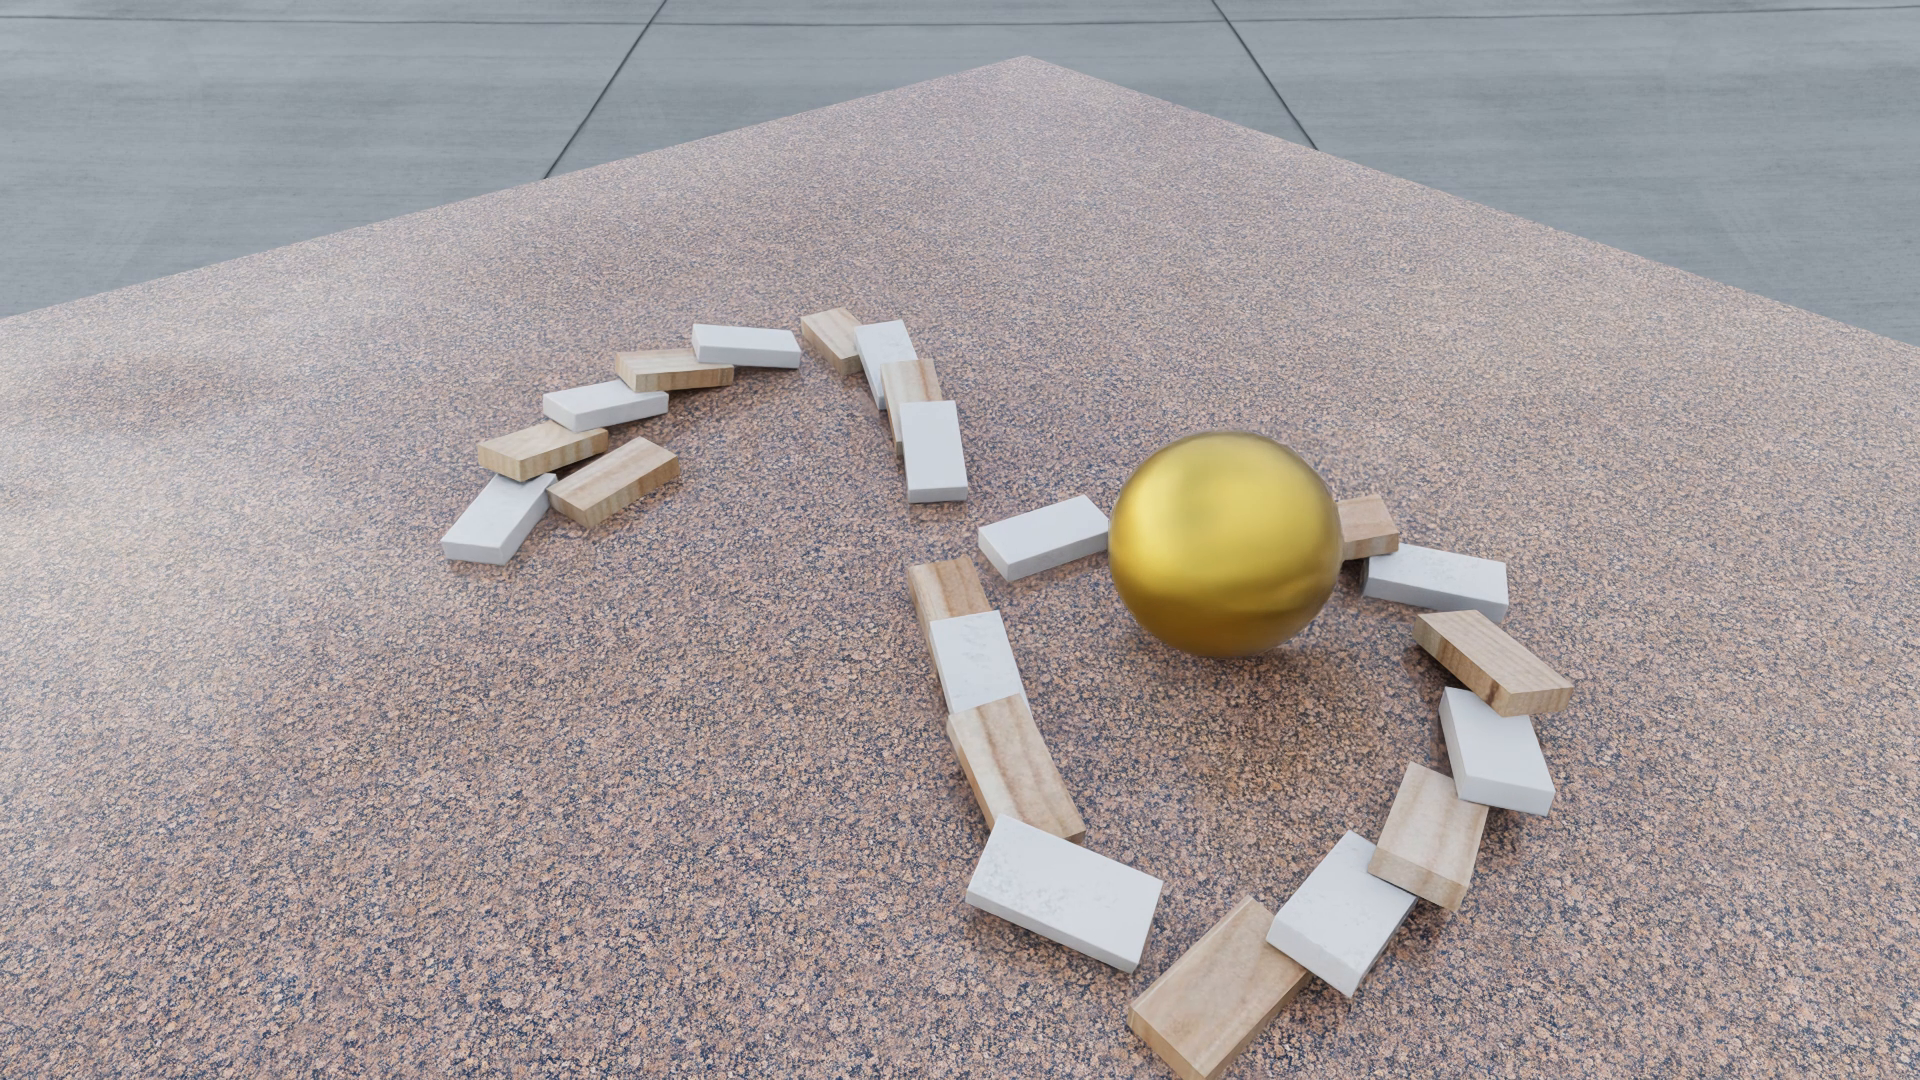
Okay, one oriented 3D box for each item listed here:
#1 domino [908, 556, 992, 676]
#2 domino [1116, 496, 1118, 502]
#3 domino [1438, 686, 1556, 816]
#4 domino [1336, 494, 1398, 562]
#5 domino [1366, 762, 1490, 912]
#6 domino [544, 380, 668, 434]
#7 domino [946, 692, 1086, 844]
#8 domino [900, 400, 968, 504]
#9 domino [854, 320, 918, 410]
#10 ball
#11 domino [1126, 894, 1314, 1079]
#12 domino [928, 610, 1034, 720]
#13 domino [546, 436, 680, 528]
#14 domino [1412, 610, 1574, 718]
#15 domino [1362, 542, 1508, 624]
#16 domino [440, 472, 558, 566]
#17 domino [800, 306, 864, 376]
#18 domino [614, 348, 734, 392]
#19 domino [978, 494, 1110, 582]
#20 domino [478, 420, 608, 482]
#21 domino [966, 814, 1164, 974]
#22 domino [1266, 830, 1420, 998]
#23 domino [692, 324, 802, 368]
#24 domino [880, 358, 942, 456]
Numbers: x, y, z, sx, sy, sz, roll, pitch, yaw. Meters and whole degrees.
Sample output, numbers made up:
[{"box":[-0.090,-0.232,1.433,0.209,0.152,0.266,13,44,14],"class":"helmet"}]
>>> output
[{"box":[-0.002,0.027,0.410,0.025,0.010,0.050,-9,40,-11],"class":"domino"},{"box":[0.090,-0.012,0.440,0.050,0.010,0.025,-15,39,4],"class":"domino"},{"box":[0.171,0.067,0.353,0.025,0.009,0.050,10,27,12],"class":"domino"},{"box":[0.145,-0.002,0.437,0.050,0.009,0.025,-11,38,9],"class":"domino"},{"box":[0.141,0.087,0.328,0.025,0.010,0.050,22,30,24],"class":"domino"},{"box":[-0.164,-0.063,0.511,0.025,0.010,0.050,29,33,30],"class":"domino"},{"box":[0.017,0.074,0.344,0.025,0.010,0.050,-15,55,-16],"class":"domino"},{"box":[-0.012,-0.039,0.481,0.025,0.009,0.050,-4,54,-6],"class":"domino"},{"box":[-0.034,-0.086,0.540,0.025,0.010,0.050,-11,54,-13],"class":"domino"},{"box":[0.093,0.001,0.386,0.080,0.080,0.080,0,39,0],"class":"ball"},{"box":[0.071,0.121,0.296,0.050,0.010,0.025,-29,47,-31],"class":"domino"},{"box":[0.007,0.049,0.375,0.025,0.009,0.050,-9,54,-11],"class":"domino"},{"box":[-0.149,-0.026,0.475,0.025,0.010,0.050,26,46,28],"class":"domino"},{"box":[0.184,0.042,0.383,0.025,0.010,0.050,-3,28,-15],"class":"domino"},{"box":[0.183,0.015,0.425,0.050,0.010,0.025,12,41,14],"class":"domino"},{"box":[-0.189,-0.010,0.456,0.025,0.010,0.050,6,40,7],"class":"domino"},{"box":[-0.061,-0.104,0.570,0.025,0.010,0.050,-20,43,-23],"class":"domino"},{"box":[-0.139,-0.083,0.535,0.050,0.009,0.025,-11,38,-36],"class":"domino"},{"box":[0.035,-0.001,0.445,0.050,0.010,0.025,-18,43,-20],"class":"domino"},{"box":[-0.182,-0.041,0.483,0.025,0.010,0.050,20,28,22],"class":"domino"},{"box":[0.030,0.100,0.312,0.050,0.010,0.025,20,53,11],"class":"domino"},{"box":[0.109,0.103,0.308,0.025,0.009,0.050,30,34,31],"class":"domino"},{"box":[-0.107,-0.097,0.552,0.050,0.010,0.025,0,35,-23],"class":"domino"},{"box":[-0.021,-0.062,0.510,0.025,0.010,0.050,-7,54,-9],"class":"domino"}]
